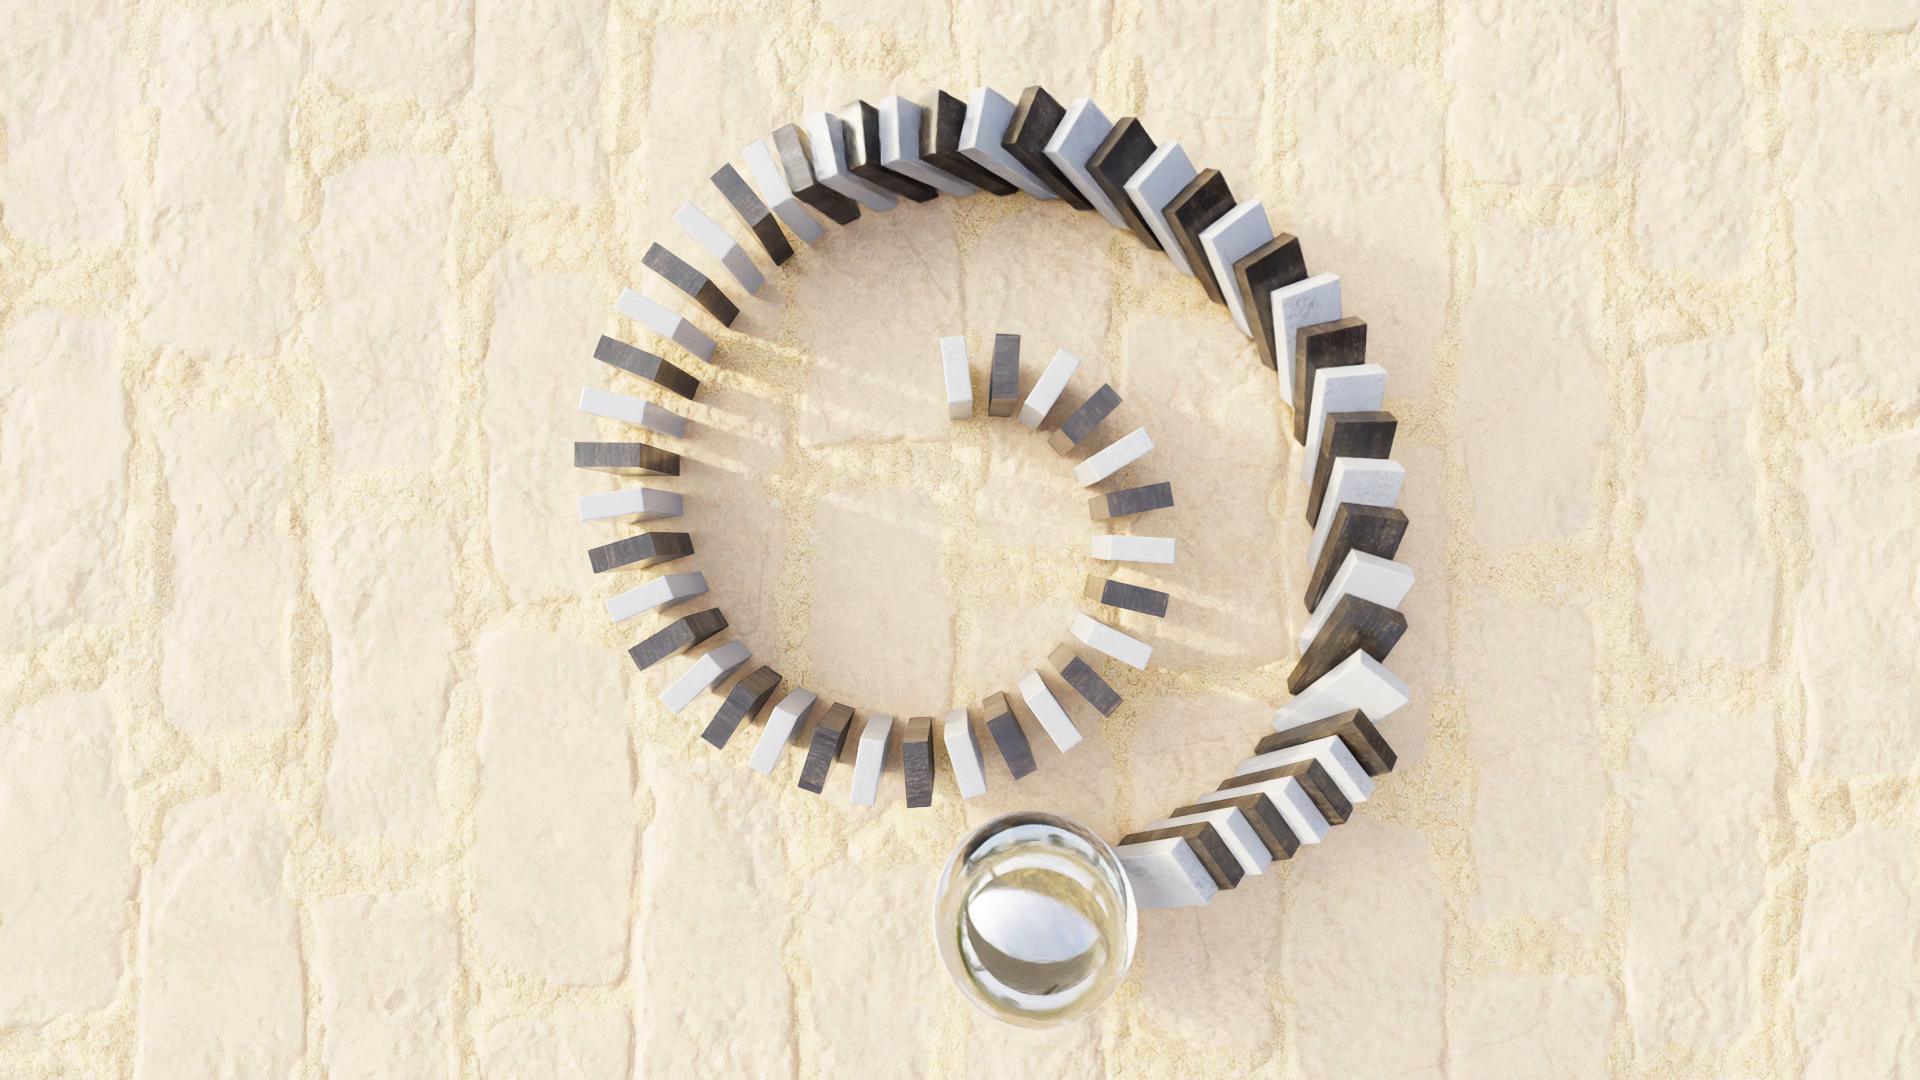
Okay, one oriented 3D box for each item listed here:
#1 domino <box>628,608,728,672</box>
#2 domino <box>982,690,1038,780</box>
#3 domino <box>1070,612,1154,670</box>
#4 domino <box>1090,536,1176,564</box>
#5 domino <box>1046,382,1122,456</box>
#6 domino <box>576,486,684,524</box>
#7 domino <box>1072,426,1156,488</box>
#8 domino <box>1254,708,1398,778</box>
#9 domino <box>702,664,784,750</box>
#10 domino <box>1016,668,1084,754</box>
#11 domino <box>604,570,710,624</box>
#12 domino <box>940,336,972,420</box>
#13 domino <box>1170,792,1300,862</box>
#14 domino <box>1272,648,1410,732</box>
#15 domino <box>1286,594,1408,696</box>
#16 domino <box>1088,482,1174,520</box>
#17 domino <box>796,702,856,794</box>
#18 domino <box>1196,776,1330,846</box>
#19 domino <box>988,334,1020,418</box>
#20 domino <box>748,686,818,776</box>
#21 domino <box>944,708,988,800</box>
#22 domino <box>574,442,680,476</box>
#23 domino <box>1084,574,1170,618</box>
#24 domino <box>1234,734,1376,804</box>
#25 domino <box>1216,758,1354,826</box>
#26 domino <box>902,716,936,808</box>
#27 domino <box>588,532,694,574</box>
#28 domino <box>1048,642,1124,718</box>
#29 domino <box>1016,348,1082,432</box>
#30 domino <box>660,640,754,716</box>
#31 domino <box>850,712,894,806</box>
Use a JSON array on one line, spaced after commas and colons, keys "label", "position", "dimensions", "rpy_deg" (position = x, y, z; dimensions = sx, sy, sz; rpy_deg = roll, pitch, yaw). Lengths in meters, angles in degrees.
[{"label": "domino", "position": [-0.114, 0.040, 0.375], "dimensions": [0.025, 0.050, 0.010], "rpy_deg": [-31, 90, 0]}, {"label": "domino", "position": [0.020, 0.079, 0.375], "dimensions": [0.009, 0.050, 0.025], "rpy_deg": [-27, 90, 0]}, {"label": "domino", "position": [0.061, 0.040, 0.375], "dimensions": [0.025, 0.050, 0.009], "rpy_deg": [25, 90, 0]}, {"label": "domino", "position": [0.070, 0.004, 0.375], "dimensions": [0.025, 0.050, 0.010], "rpy_deg": [3, 90, 0]}, {"label": "domino", "position": [0.050, -0.048, 0.375], "dimensions": [0.025, 0.050, 0.009], "rpy_deg": [-43, 90, 0]}, {"label": "domino", "position": [-0.133, -0.014, 0.375], "dimensions": [0.025, 0.050, 0.010], "rpy_deg": [-9, 90, 0]}, {"label": "domino", "position": [0.062, -0.033, 0.375], "dimensions": [0.025, 0.050, 0.009], "rpy_deg": [-31, 90, 0]}, {"label": "domino", "position": [0.150, 0.088, 0.378], "dimensions": [0.025, 0.050, 0.010], "rpy_deg": [53, 48, 0]}, {"label": "domino", "position": [-0.088, 0.067, 0.375], "dimensions": [0.010, 0.050, 0.025], "rpy_deg": [34, 90, 0]}, {"label": "domino", "position": [0.036, 0.069, 0.375], "dimensions": [0.009, 0.050, 0.025], "rpy_deg": [-36, 90, 0]}, {"label": "domino", "position": [-0.123, 0.023, 0.375], "dimensions": [0.025, 0.050, 0.009], "rpy_deg": [-23, 90, 0]}, {"label": "domino", "position": [-0.001, -0.065, 0.375], "dimensions": [0.010, 0.050, 0.025], "rpy_deg": [-7, 90, 0]}, {"label": "domino", "position": [0.111, 0.120, 0.378], "dimensions": [0.010, 0.050, 0.025], "rpy_deg": [-36, 90, -39]}, {"label": "domino", "position": [0.158, 0.069, 0.381], "dimensions": [0.025, 0.010, 0.050], "rpy_deg": [38, 127, 0]}, {"label": "domino", "position": [0.161, 0.048, 0.383], "dimensions": [0.025, 0.009, 0.050], "rpy_deg": [20, 123, 0]}, {"label": "domino", "position": [0.069, -0.015, 0.375], "dimensions": [0.025, 0.050, 0.009], "rpy_deg": [-11, 90, 0]}, {"label": "domino", "position": [-0.054, 0.084, 0.375], "dimensions": [0.010, 0.050, 0.025], "rpy_deg": [18, 90, 0]}, {"label": "domino", "position": [0.123, 0.114, 0.377], "dimensions": [0.010, 0.050, 0.025], "rpy_deg": [-37, 91, -39]}, {"label": "domino", "position": [0.018, -0.066, 0.375], "dimensions": [0.010, 0.050, 0.025], "rpy_deg": [3, 90, 0]}, {"label": "domino", "position": [-0.072, 0.077, 0.375], "dimensions": [0.010, 0.050, 0.025], "rpy_deg": [25, 90, 0]}, {"label": "domino", "position": [0.002, 0.086, 0.375], "dimensions": [0.010, 0.050, 0.025], "rpy_deg": [-18, 90, 0]}, {"label": "domino", "position": [-0.135, -0.033, 0.375], "dimensions": [0.025, 0.050, 0.009], "rpy_deg": [0, 90, 0]}, {"label": "domino", "position": [0.067, 0.022, 0.375], "dimensions": [0.025, 0.050, 0.009], "rpy_deg": [13, 90, 0]}, {"label": "domino", "position": [0.141, 0.098, 0.378], "dimensions": [0.010, 0.050, 0.025], "rpy_deg": [-37, 90, -39]}, {"label": "domino", "position": [0.132, 0.107, 0.378], "dimensions": [0.010, 0.050, 0.025], "rpy_deg": [-37, 90, -39]}, {"label": "domino", "position": [-0.016, 0.090, 0.375], "dimensions": [0.009, 0.050, 0.025], "rpy_deg": [-4, 90, 0]}, {"label": "domino", "position": [-0.129, 0.005, 0.375], "dimensions": [0.025, 0.050, 0.009], "rpy_deg": [-17, 90, 0]}, {"label": "domino", "position": [0.050, 0.056, 0.375], "dimensions": [0.025, 0.050, 0.009], "rpy_deg": [43, 90, 0]}, {"label": "domino", "position": [0.036, -0.061, 0.375], "dimensions": [0.010, 0.050, 0.025], "rpy_deg": [33, 90, 0]}, {"label": "domino", "position": [-0.103, 0.055, 0.375], "dimensions": [0.025, 0.050, 0.009], "rpy_deg": [-43, 90, 0]}, {"label": "domino", "position": [-0.035, 0.089, 0.375], "dimensions": [0.010, 0.050, 0.025], "rpy_deg": [10, 90, 0]}]
